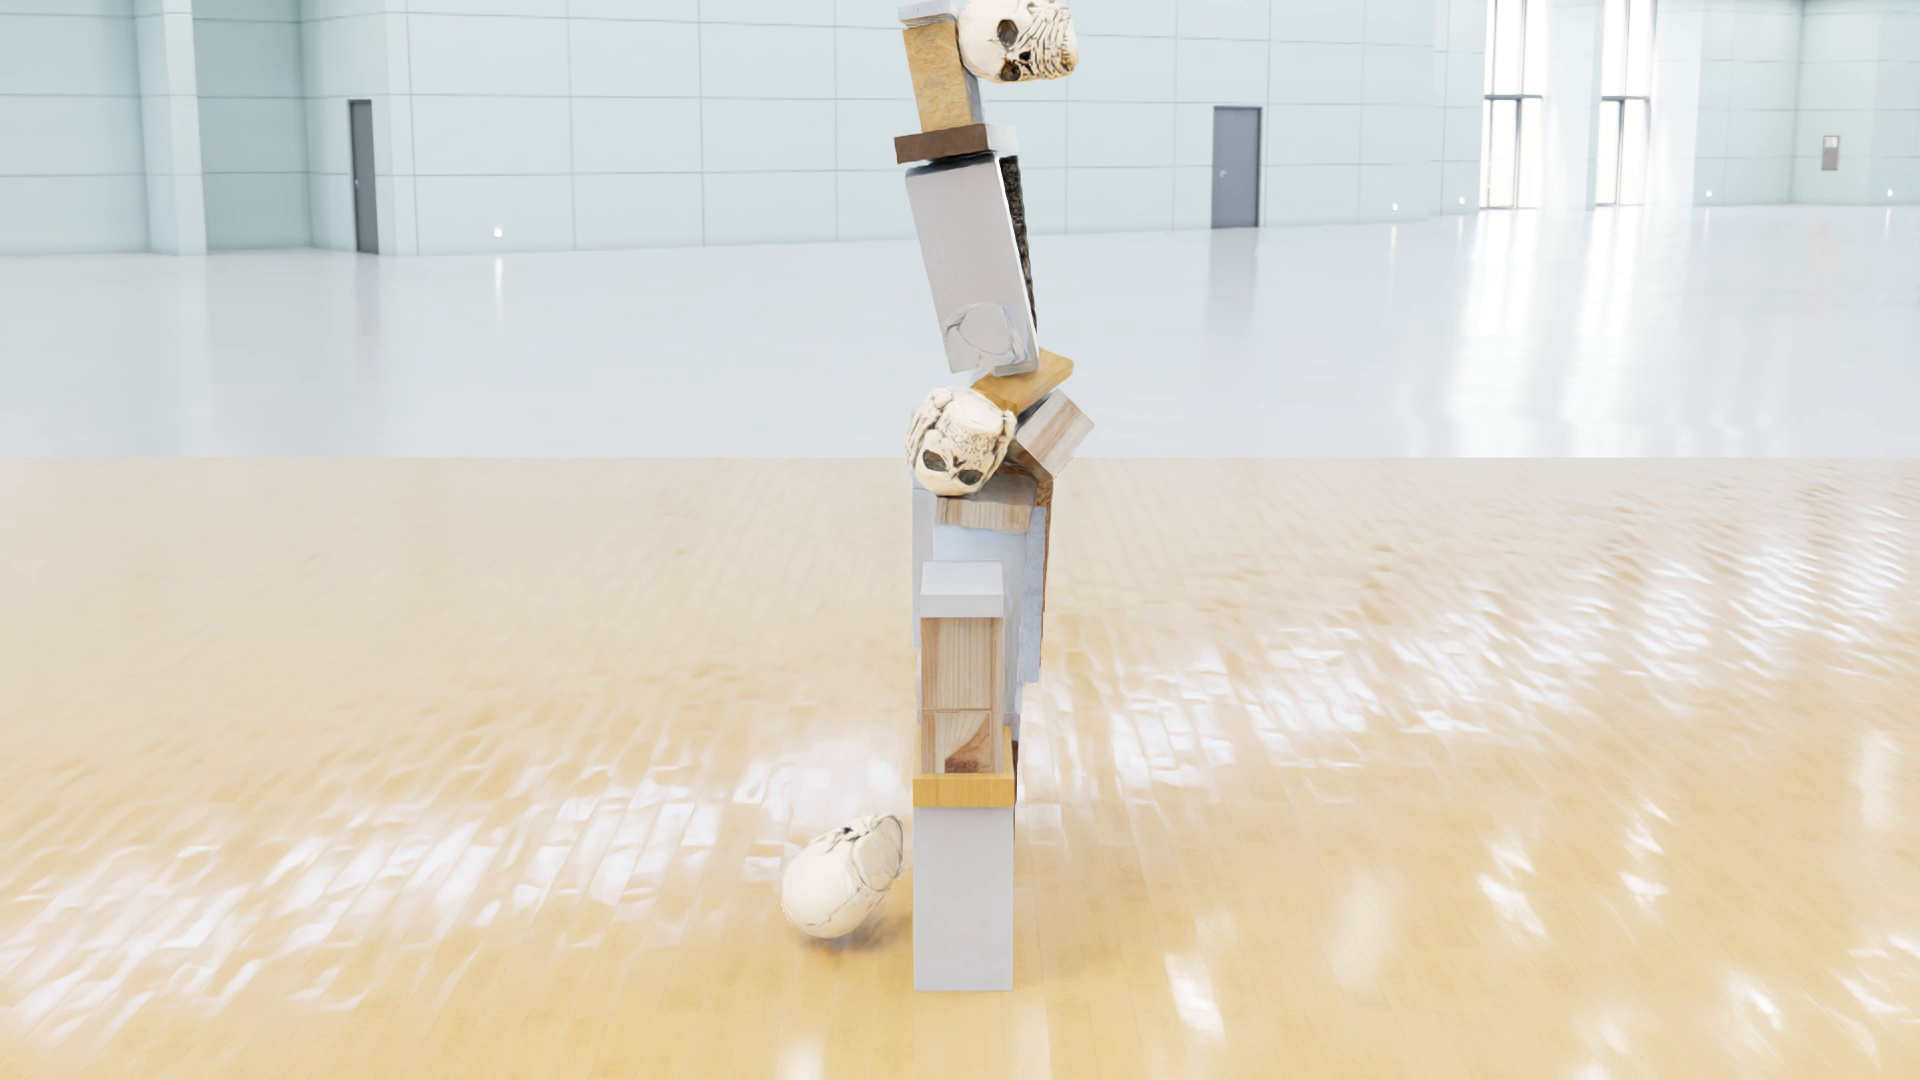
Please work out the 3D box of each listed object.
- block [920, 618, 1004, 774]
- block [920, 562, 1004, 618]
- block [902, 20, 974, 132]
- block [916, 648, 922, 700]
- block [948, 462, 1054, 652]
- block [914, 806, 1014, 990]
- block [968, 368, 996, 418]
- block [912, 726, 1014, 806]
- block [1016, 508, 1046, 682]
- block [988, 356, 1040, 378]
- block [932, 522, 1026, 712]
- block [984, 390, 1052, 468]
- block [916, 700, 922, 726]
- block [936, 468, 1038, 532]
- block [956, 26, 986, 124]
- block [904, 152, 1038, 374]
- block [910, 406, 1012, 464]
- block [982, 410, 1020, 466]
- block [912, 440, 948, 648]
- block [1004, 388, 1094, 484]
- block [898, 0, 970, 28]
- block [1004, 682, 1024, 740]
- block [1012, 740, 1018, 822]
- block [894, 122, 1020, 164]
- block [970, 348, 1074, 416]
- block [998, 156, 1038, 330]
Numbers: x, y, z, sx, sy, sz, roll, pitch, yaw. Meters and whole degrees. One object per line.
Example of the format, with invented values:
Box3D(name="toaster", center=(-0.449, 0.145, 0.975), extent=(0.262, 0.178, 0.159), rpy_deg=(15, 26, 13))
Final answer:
Box3D(name="block", center=(0.003, 0.219, 3.188), extent=(0.118, 0.237, 0.034), rpy_deg=(0, 11, 0))
Box3D(name="block", center=(0.003, 0.072, 3.241), extent=(0.118, 0.034, 0.237), rpy_deg=(0, 11, 0))
Box3D(name="block", center=(-0.033, -0.705, 3.350), extent=(0.079, 0.157, 0.022), rpy_deg=(-7, 17, 14))
Box3D(name="block", center=(-0.001, 0.226, 3.914), extent=(0.146, 0.041, 0.292), rpy_deg=(0, 11, 0))
Box3D(name="block", center=(0.059, 0.039, 3.730), extent=(0.177, 0.354, 0.050), rpy_deg=(4, 7, 1))
Box3D(name="block", center=(0.005, 0.520, 3.247), extent=(0.146, 0.292, 0.041), rpy_deg=(0, 11, 0))
Box3D(name="block", center=(0.055, -0.258, 3.740), extent=(0.078, 0.022, 0.157), rpy_deg=(29, 30, -17))
Box3D(name="block", center=(0.005, 0.338, 3.313), extent=(0.146, 0.041, 0.292), rpy_deg=(0, 11, 0))
Box3D(name="block", center=(0.063, 0.088, 3.644), extent=(0.144, 0.289, 0.041), rpy_deg=(3, -1, -1))
Box3D(name="block", center=(0.064, -0.320, 3.626), extent=(0.078, 0.022, 0.157), rpy_deg=(-11, 35, -19))
Box3D(name="block", center=(0.023, 0.120, 3.462), extent=(0.144, 0.289, 0.041), rpy_deg=(4, -2, 3))
Box3D(name="block", center=(0.110, -0.193, 3.600), extent=(0.088, 0.025, 0.175), rpy_deg=(30, 43, 0))
Box3D(name="block", center=(-0.002, 0.408, 3.847), extent=(0.146, 0.292, 0.041), rpy_deg=(0, 10, 0))
Box3D(name="block", center=(0.046, -0.066, 3.542), extent=(0.144, 0.041, 0.289), rpy_deg=(6, 11, 3))
Box3D(name="block", center=(-0.009, -0.720, 3.456), extent=(0.079, 0.158, 0.022), rpy_deg=(-6, 7, 12))
Box3D(name="block", center=(0.021, -0.427, 3.417), extent=(0.141, 0.335, 0.040), rpy_deg=(-9, 30, 9))
Box3D(name="block", center=(0.033, -0.183, 3.804), extent=(0.177, 0.050, 0.354), rpy_deg=(2, 10, -12))
Box3D(name="block", center=(0.099, -0.212, 3.656), extent=(0.078, 0.022, 0.231), rpy_deg=(18, 43, 1))
Box3D(name="block", center=(0.003, 0.007, 3.960), extent=(0.177, 0.370, 0.050), rpy_deg=(0, 9, 0))
Box3D(name="block", center=(0.146, -0.170, 3.559), extent=(0.025, 0.088, 0.175), rpy_deg=(-41, 5, 41))
Box3D(name="block", center=(-0.040, -0.804, 3.383), extent=(0.079, 0.022, 0.157), rpy_deg=(-6, 3, 12))
Box3D(name="block", center=(0.026, 0.263, 3.612), extent=(0.153, 0.043, 0.307), rpy_deg=(3, 11, 2))
Box3D(name="block", center=(0.012, 0.454, 3.543), extent=(0.153, 0.307, 0.043), rpy_deg=(3, 11, 2))
Box3D(name="block", center=(-0.002, -0.616, 3.425), extent=(0.141, 0.040, 0.283), rpy_deg=(-7, 8, 12))
Box3D(name="block", center=(0.103, -0.262, 3.598), extent=(0.088, 0.025, 0.175), rpy_deg=(23, 39, 26))
Box3D(name="block", center=(0.039, -0.473, 3.570), extent=(0.141, 0.283, 0.040), rpy_deg=(-5, 16, 7))
